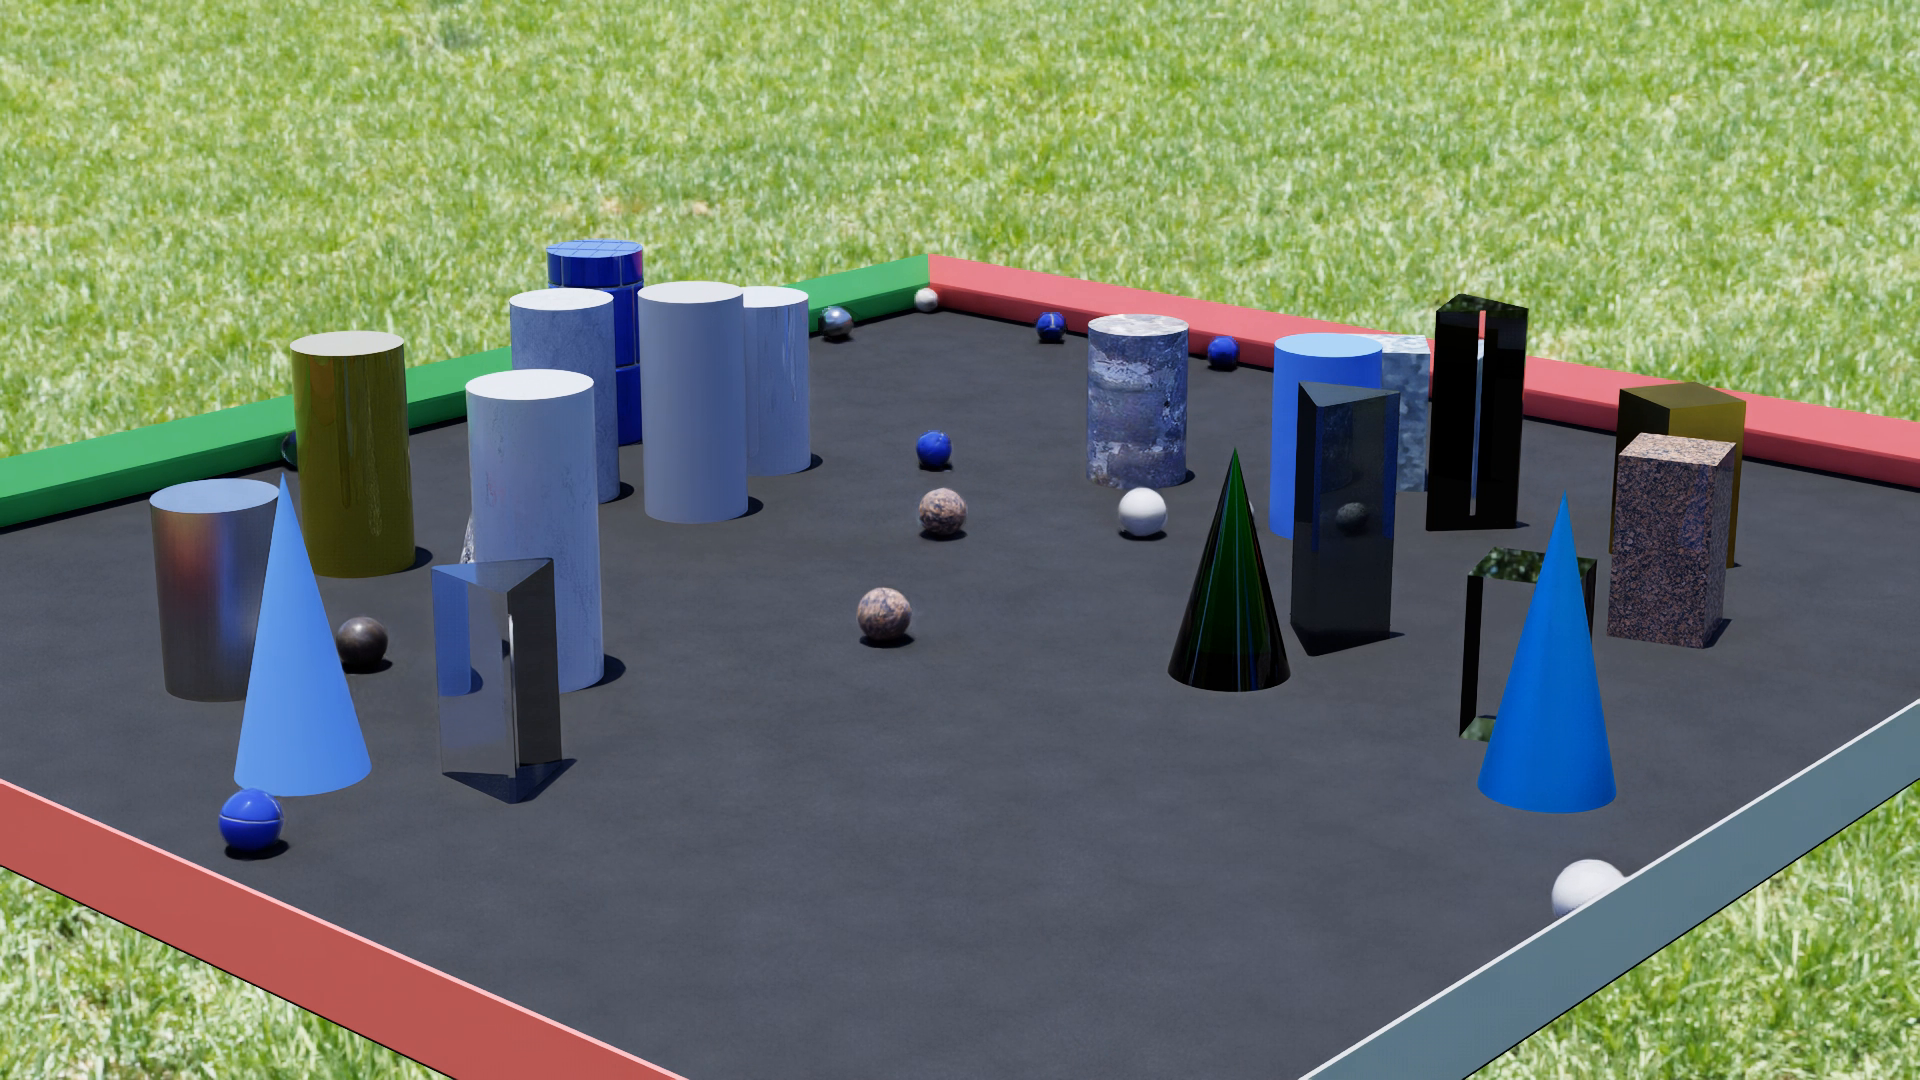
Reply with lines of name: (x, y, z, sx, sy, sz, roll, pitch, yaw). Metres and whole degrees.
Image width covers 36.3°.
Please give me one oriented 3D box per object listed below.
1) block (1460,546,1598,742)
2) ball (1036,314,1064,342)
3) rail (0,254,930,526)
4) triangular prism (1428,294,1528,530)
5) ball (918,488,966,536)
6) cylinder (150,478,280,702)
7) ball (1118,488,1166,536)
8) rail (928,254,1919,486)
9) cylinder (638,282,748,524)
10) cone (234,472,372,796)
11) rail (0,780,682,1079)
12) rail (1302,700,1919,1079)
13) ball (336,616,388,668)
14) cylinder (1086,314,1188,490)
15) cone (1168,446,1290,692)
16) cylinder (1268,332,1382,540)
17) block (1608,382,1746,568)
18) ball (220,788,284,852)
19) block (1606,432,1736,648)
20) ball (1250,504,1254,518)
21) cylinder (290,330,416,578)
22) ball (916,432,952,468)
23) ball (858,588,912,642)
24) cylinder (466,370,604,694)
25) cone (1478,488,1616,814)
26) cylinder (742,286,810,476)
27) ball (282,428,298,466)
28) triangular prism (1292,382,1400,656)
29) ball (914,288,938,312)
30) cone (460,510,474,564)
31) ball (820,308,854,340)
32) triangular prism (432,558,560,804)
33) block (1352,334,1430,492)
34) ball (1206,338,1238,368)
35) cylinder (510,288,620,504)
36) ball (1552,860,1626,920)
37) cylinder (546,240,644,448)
block: (0.864, 0.165, 4.458, 0.159, 0.259, 0.159, 7, 18, 23)
ball: (0.217, -0.510, 7.028, 0.069, 0.069, 0.069, 0, 17, 0)
rail: (-1.221, -0.273, 6.135, 0.045, 0.129, 3.533, 14, 22, 39)
triangular prism: (0.955, -0.243, 5.531, 0.172, 0.421, 0.149, -2, 17, -6)
ball: (-0.033, -0.052, 5.474, 0.089, 0.089, 0.089, 0, 17, 0)
cylinder: (-1.172, 0.078, 4.658, 0.199, 0.309, 0.199, 0, 17, 0)
ball: (0.340, -0.052, 5.471, 0.091, 0.091, 0.091, 0, 17, 0)
rail: (1.142, -0.347, 6.380, 3.281, 0.129, 0.045, 14, 22, 39)
cylinder: (-0.508, -0.264, 5.591, 0.199, 0.426, 0.199, 0, 17, 0)
cone: (-0.968, 0.121, 4.257, 0.199, 0.459, 0.199, 0, 17, 0)
rail: (-1.142, 0.412, 3.860, 3.281, 0.129, 0.045, 14, 22, 39)
rail: (1.221, 0.338, 4.105, 0.045, 0.129, 3.533, 14, 22, 39)
ball: (-0.972, 0.165, 4.760, 0.084, 0.084, 0.084, 0, 17, 0)
cylinder: (0.352, -0.276, 5.833, 0.199, 0.311, 0.199, 0, 17, 0)
cone: (0.436, 0.032, 4.695, 0.199, 0.378, 0.199, 0, 17, 0)
cylinder: (0.682, -0.192, 5.478, 0.199, 0.354, 0.199, 0, 17, 0)
block: (1.292, -0.111, 5.287, 0.159, 0.310, 0.159, -6, 18, -20)
ball: (-0.973, 0.385, 4.028, 0.086, 0.086, 0.086, 0, 17, 0)
block: (1.191, -0.001, 4.911, 0.159, 0.315, 0.159, 8, 18, 24)
ball: (0.524, -0.050, 5.519, 0.059, 0.059, 0.059, 0, 17, 0)
cylinder: (-1.088, -0.155, 5.264, 0.199, 0.407, 0.199, 0, 17, 0)
ball: (-0.053, -0.182, 5.936, 0.072, 0.072, 0.072, 0, 17, 0)
ball: (-0.126, 0.124, 4.886, 0.090, 0.090, 0.090, 0, 17, 0)
cylinder: (-0.674, -0.013, 4.664, 0.199, 0.482, 0.199, 0, 17, 0)
cone: (0.852, 0.144, 4.196, 0.199, 0.451, 0.199, 0, 17, 0)
cylinder: (-0.403, -0.322, 5.922, 0.199, 0.347, 0.199, 0, 17, 0)
ball: (-1.332, -0.187, 5.937, 0.081, 0.081, 0.081, 0, 17, 0)
triangular prism: (0.606, -0.043, 4.864, 0.172, 0.423, 0.149, -11, 20, -32)
ball: (-0.083, -0.601, 7.346, 0.060, 0.060, 0.060, 0, 17, 0)
cone: (-0.777, -0.050, 4.959, 0.199, 0.383, 0.199, 0, 17, 0)
ball: (-0.296, -0.520, 7.045, 0.079, 0.079, 0.079, 0, 17, 0)
triangular prism: (-0.647, 0.193, 4.262, 0.149, 0.318, 0.172, -16, 23, -42)
block: (0.840, -0.253, 5.810, 0.159, 0.280, 0.159, 1, 17, 4)
ball: (0.606, -0.432, 6.763, 0.072, 0.072, 0.072, 0, 17, 0)
cylinder: (-0.767, -0.277, 5.700, 0.199, 0.390, 0.199, 0, 17, 0)
ball: (0.809, 0.459, 3.759, 0.099, 0.099, 0.099, 0, 17, 0)
cylinder: (-0.755, -0.410, 6.119, 0.199, 0.403, 0.199, 0, 17, 0)
